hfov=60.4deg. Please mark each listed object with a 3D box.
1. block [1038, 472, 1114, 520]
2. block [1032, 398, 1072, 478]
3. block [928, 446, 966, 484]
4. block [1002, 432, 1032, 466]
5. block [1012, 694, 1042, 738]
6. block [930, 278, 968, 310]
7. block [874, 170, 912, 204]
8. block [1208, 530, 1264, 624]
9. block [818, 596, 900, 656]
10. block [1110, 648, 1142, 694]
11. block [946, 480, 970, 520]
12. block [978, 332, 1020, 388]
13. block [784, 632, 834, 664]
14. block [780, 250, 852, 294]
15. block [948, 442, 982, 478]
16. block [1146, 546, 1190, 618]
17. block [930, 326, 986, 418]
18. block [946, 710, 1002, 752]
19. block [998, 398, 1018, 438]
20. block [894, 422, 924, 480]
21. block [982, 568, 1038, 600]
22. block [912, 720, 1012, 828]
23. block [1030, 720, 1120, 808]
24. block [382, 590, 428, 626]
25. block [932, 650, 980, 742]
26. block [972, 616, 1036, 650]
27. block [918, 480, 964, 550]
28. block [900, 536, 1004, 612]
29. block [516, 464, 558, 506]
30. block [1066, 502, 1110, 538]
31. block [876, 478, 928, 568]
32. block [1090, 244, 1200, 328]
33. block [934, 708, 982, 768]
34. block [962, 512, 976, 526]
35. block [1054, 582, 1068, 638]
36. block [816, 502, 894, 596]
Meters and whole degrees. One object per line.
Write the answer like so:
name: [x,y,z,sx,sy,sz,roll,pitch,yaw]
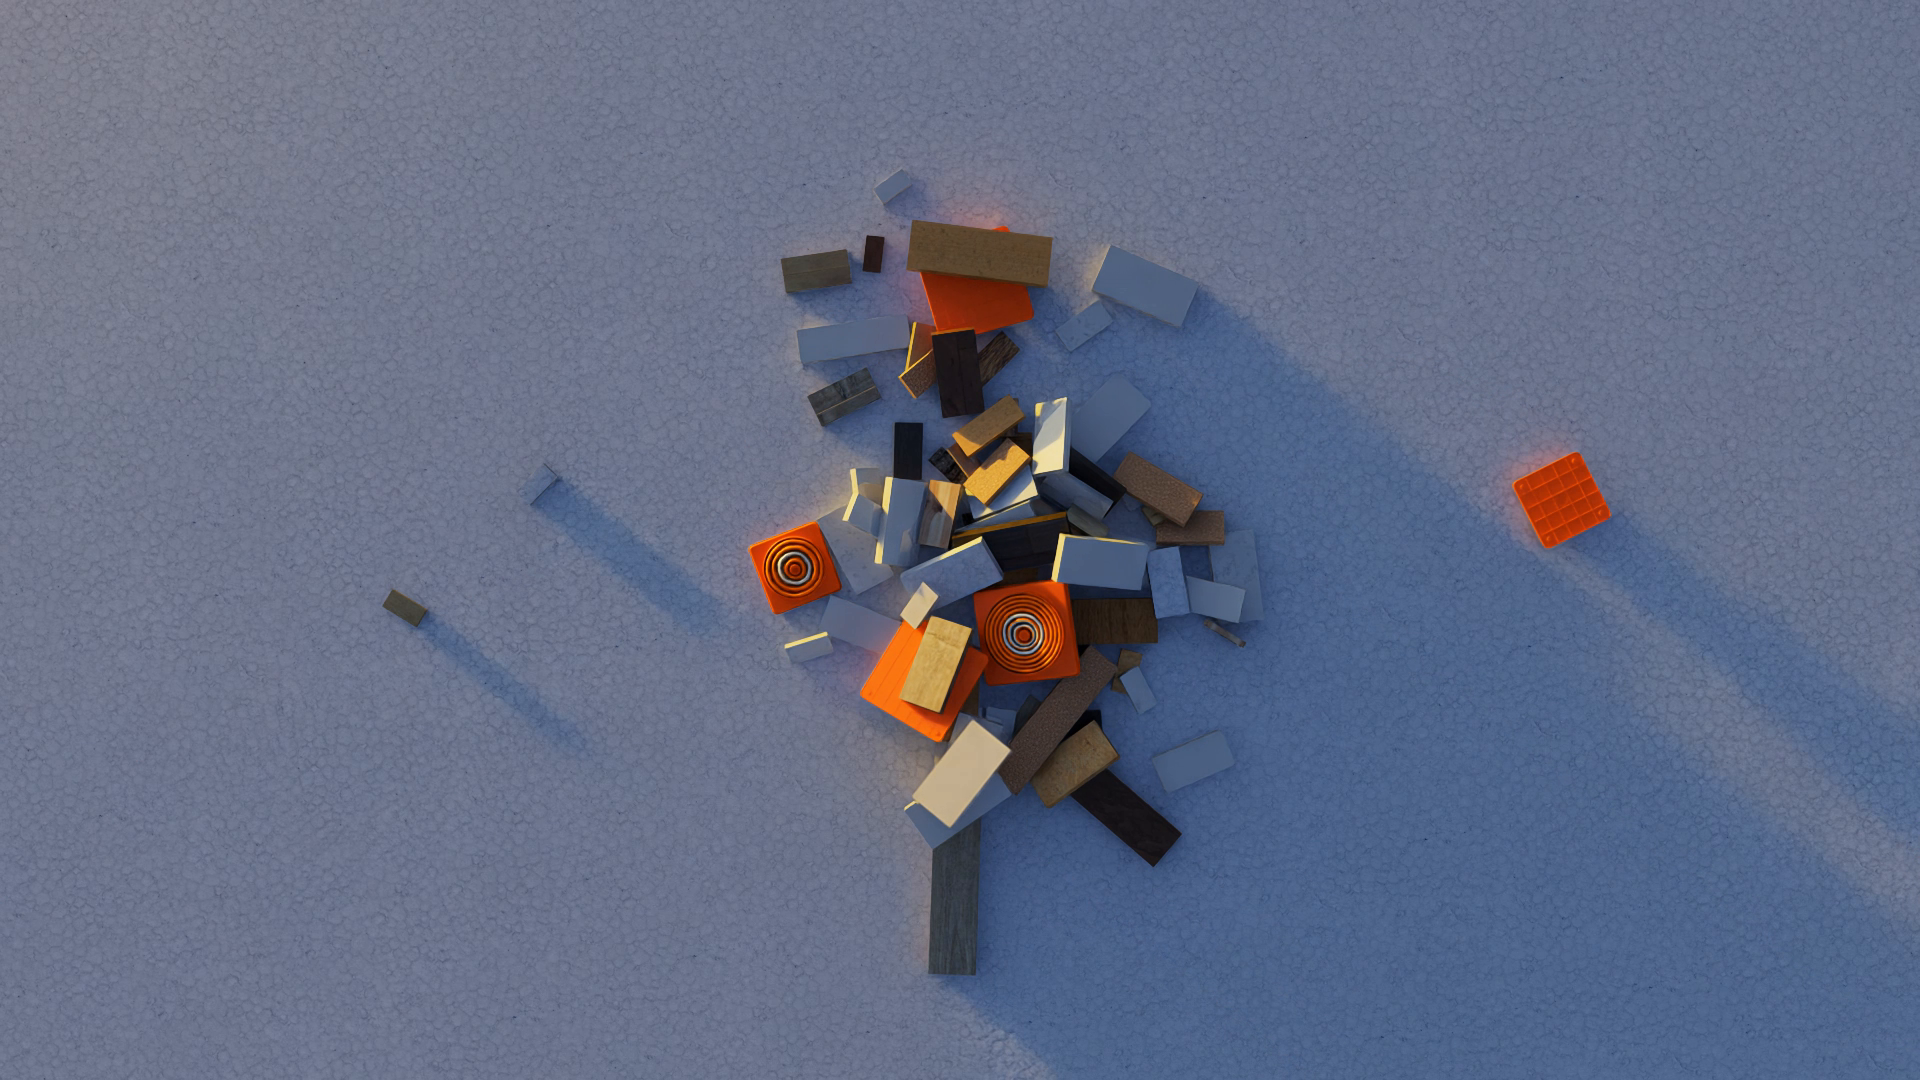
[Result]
block: [0.380,-0.143,5.450,0.229,0.032,0.114,33,129,1]
block: [0.303,-0.336,5.414,0.123,0.035,0.247,-9,69,38]
block: [-0.037,-0.245,5.491,0.128,0.018,0.064,43,90,0]
block: [0.189,-0.259,5.486,0.098,0.028,0.195,1,90,0]
block: [0.217,0.620,5.486,0.097,0.028,0.194,35,90,0]
block: [-0.036,-0.818,5.492,0.119,0.017,0.059,26,90,0]
block: [-0.224,-1.176,5.492,0.119,0.017,0.059,-35,90,0]
block: [0.914,0.122,5.479,0.149,0.042,0.299,-7,90,0]
block: [-0.334,0.285,5.482,0.248,0.035,0.124,21,90,0]
block: [0.555,0.439,5.490,0.072,0.020,0.143,14,90,0]
block: [-0.031,-0.132,5.491,0.064,0.018,0.128,-34,90,0]
block: [0.107,-0.601,5.487,0.177,0.025,0.089,-44,90,0]
block: [-0.500,0.359,5.471,0.146,0.021,0.073,-17,124,0]
block: [-0.477,-0.894,5.484,0.221,0.031,0.110,-9,90,0]
block: [0.021,-0.268,5.479,0.064,0.018,0.128,-37,87,-17]
block: [0.682,0.139,5.440,0.112,0.032,0.223,-10,90,2]
block: [-0.006,-0.551,5.429,0.142,0.040,0.283,-8,111,-1]
block: [0.023,0.721,5.373,0.149,0.042,0.298,18,93,-1]
block: [0.160,-0.404,5.470,0.066,0.019,0.131,-1,77,11]
block: [-0.172,-0.296,5.487,0.094,0.027,0.187,2,90,0]
block: [0.150,0.129,5.485,0.208,0.029,0.104,9,90,0]
block: [0.007,0.747,5.285,0.157,0.044,0.314,38,90,8]
block: [0.368,0.740,5.437,0.292,0.041,0.146,-37,66,6]
block: [-1.848,0.227,5.491,0.131,0.019,0.066,31,90,0]
block: [-0.012,0.514,5.445,0.149,0.042,0.298,2,77,0]
block: [0.145,0.309,5.485,0.208,0.029,0.104,-1,91,1]
block: [-0.064,-0.084,5.445,0.108,0.030,0.215,10,87,20]
block: [-0.027,0.119,5.413,0.304,0.043,0.152,-25,110,16]
block: [-1.408,-0.186,5.491,0.066,0.019,0.131,44,90,0]
block: [0.414,-0.051,5.426,0.150,0.021,0.075,34,52,0]
block: [-0.193,-0.057,5.443,0.142,0.040,0.283,7,90,-35]
block: [0.614,-0.841,5.477,0.320,0.045,0.160,23,90,0]
block: [-0.008,0.700,5.450,0.149,0.042,0.298,3,79,0]
block: [0.073,-0.068,5.481,0.122,0.017,0.061,-11,90,-9]
block: [0.335,0.217,5.448,0.029,0.104,0.208,-3,90,0]
block: [-0.347,0.025,5.480,0.142,0.040,0.284,-28,90,0]
